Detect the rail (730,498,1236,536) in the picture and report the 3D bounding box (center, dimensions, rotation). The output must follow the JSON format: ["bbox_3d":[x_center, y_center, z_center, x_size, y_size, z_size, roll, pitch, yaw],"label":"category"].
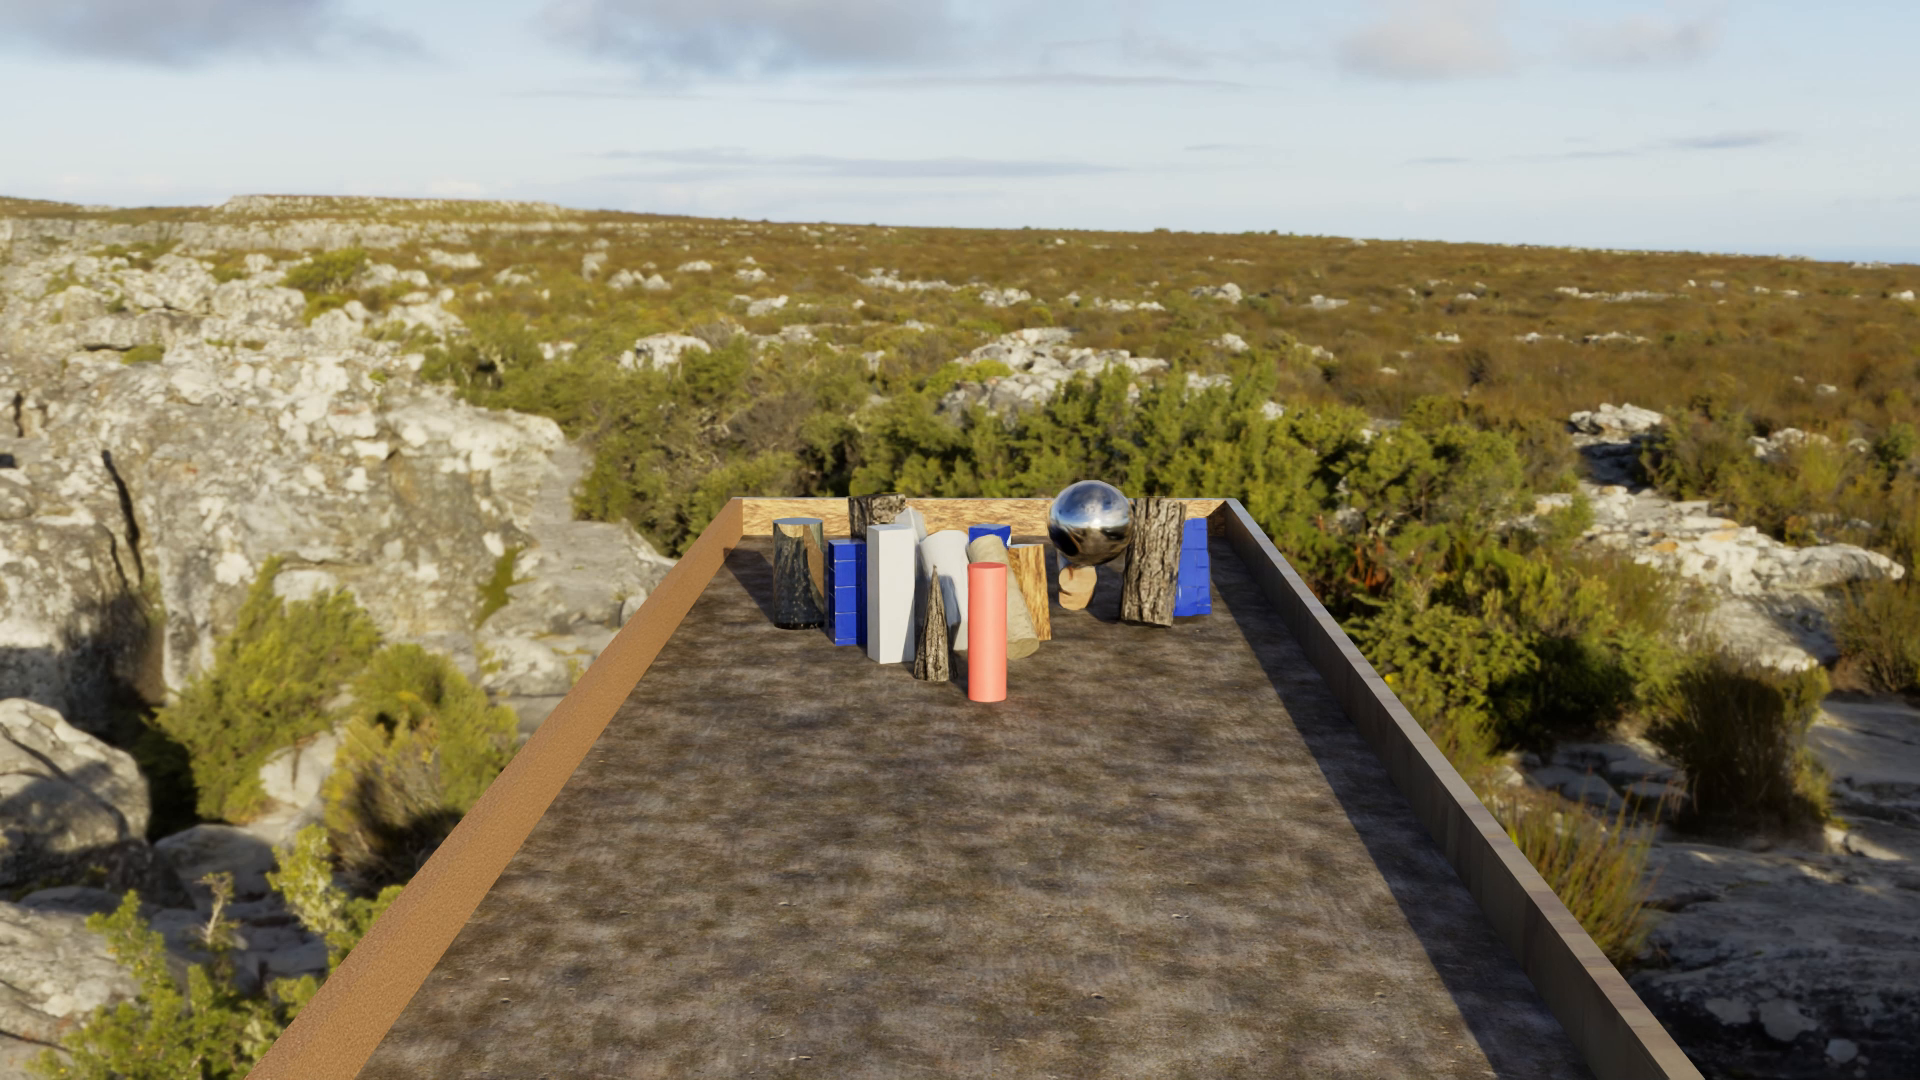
[{"bbox_3d":[0.099,-0.098,9.147,2.100,0.150,0.050,0,9,1],"label":"rail"}]

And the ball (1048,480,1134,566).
[{"bbox_3d":[0.422,-0.054,7.089,0.280,0.280,0.280,0,9,0],"label":"ball"}]

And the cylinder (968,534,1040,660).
[{"bbox_3d":[0.132,0.174,6.773,0.116,0.116,0.394,-4,54,-22],"label":"cylinder"}]

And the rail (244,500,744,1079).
[{"bbox_3d":[-1.004,0.839,3.234,0.050,0.150,12.000,0,9,1],"label":"rail"}]

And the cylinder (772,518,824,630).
[{"bbox_3d":[-0.529,0.109,7.215,0.166,0.346,0.166,0,9,0],"label":"cylinder"}]

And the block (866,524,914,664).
[{"bbox_3d":[-0.211,0.162,6.688,0.112,0.406,0.112,-4,10,-22],"label":"block"}]

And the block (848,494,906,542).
[{"bbox_3d":[-0.257,0.068,7.182,0.133,0.425,0.133,-7,5,-39],"label":"block"}]

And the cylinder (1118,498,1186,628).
[{"bbox_3d":[0.625,0.075,7.145,0.177,0.401,0.177,8,-6,1],"label":"cylinder"}]

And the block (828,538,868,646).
[{"bbox_3d":[-0.355,0.164,6.954,0.103,0.320,0.103,-2,9,-15],"label":"block"}]

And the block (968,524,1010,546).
[{"bbox_3d":[0.096,0.122,7.167,0.102,0.336,0.102,5,10,29],"label":"block"}]

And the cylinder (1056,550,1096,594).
[{"bbox_3d":[0.390,0.031,7.492,0.126,0.126,0.366,0,32,-1],"label":"cylinder"}]

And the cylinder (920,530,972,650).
[{"bbox_3d":[-0.013,0.154,6.891,0.167,0.167,0.346,-3,53,-16],"label":"cylinder"}]

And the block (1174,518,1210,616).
[{"bbox_3d":[0.731,0.093,7.334,0.149,0.317,0.149,-2,-2,-16],"label":"block"}]

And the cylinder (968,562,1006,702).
[{"bbox_3d":[0.077,0.258,6.178,0.109,0.378,0.109,0,9,0],"label":"cylinder"}]

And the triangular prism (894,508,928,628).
[{"bbox_3d":[-0.108,0.105,7.059,0.077,0.421,0.089,0,-22,-37],"label":"triangular prism"}]

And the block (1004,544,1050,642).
[{"bbox_3d":[0.201,0.169,6.946,0.107,0.302,0.107,-8,5,-42],"label":"block"}]

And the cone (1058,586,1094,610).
[{"bbox_3d":[0.378,0.080,7.592,0.123,0.123,0.336,-1,42,-6],"label":"cone"}]

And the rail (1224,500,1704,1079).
[{"bbox_3d":[1.046,0.843,3.208,0.050,0.150,12.000,0,9,1],"label":"rail"}]

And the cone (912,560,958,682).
[{"bbox_3d":[-0.073,0.230,6.451,0.135,0.347,0.135,0,9,0],"label":"cone"}]
